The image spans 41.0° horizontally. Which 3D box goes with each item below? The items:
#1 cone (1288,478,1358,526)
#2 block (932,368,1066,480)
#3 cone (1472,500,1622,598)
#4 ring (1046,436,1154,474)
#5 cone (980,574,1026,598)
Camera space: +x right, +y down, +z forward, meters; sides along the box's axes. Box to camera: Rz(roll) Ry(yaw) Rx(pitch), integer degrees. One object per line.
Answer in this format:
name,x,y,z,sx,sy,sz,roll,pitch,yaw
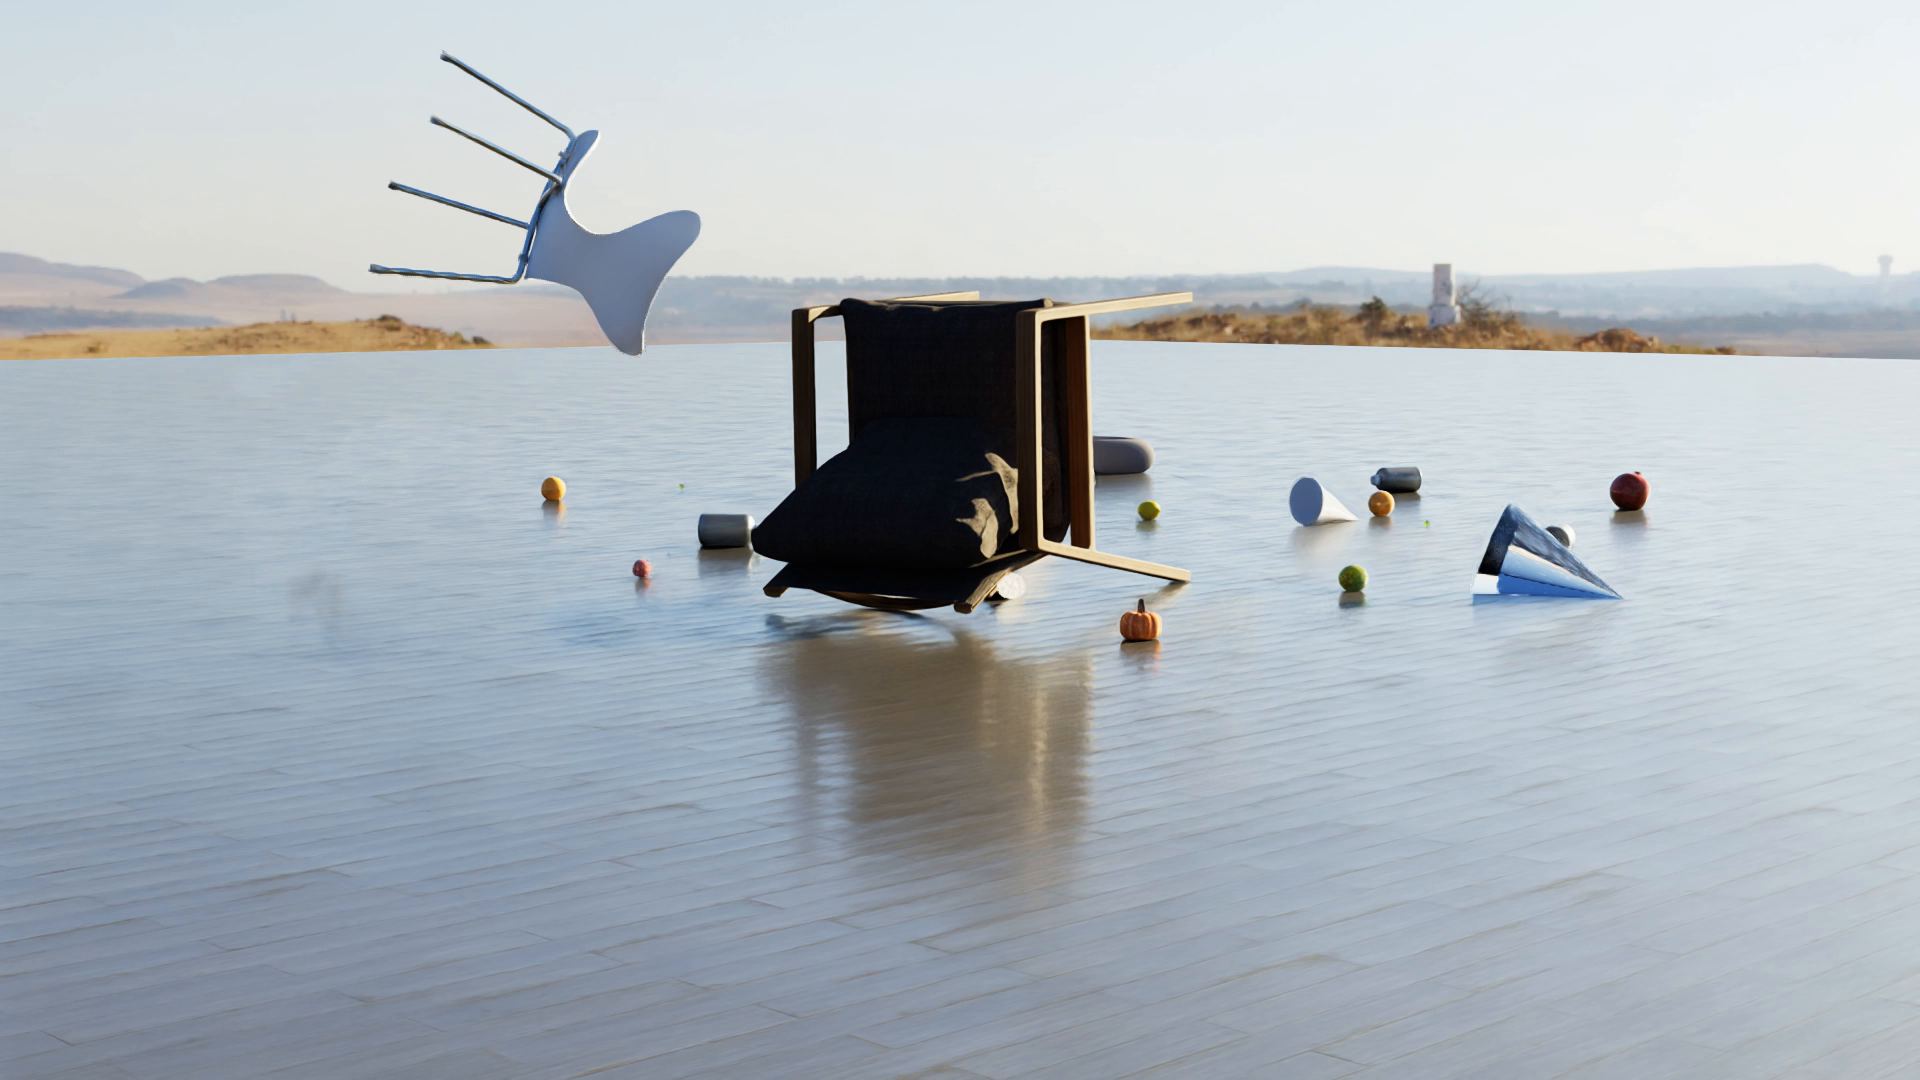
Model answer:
cone,0.997,-0.078,6.861,0.212,0.117,0.143,17,38,-38
block,0.128,-0.377,8.317,0.300,0.309,0.267,-9,2,25
cone,1.232,0.067,5.283,0.286,0.203,0.225,23,36,16
ring,0.463,-0.286,8.632,0.388,0.117,0.226,2,7,10
cone,0.072,0.104,5.277,0.085,0.052,0.100,-17,-3,36
